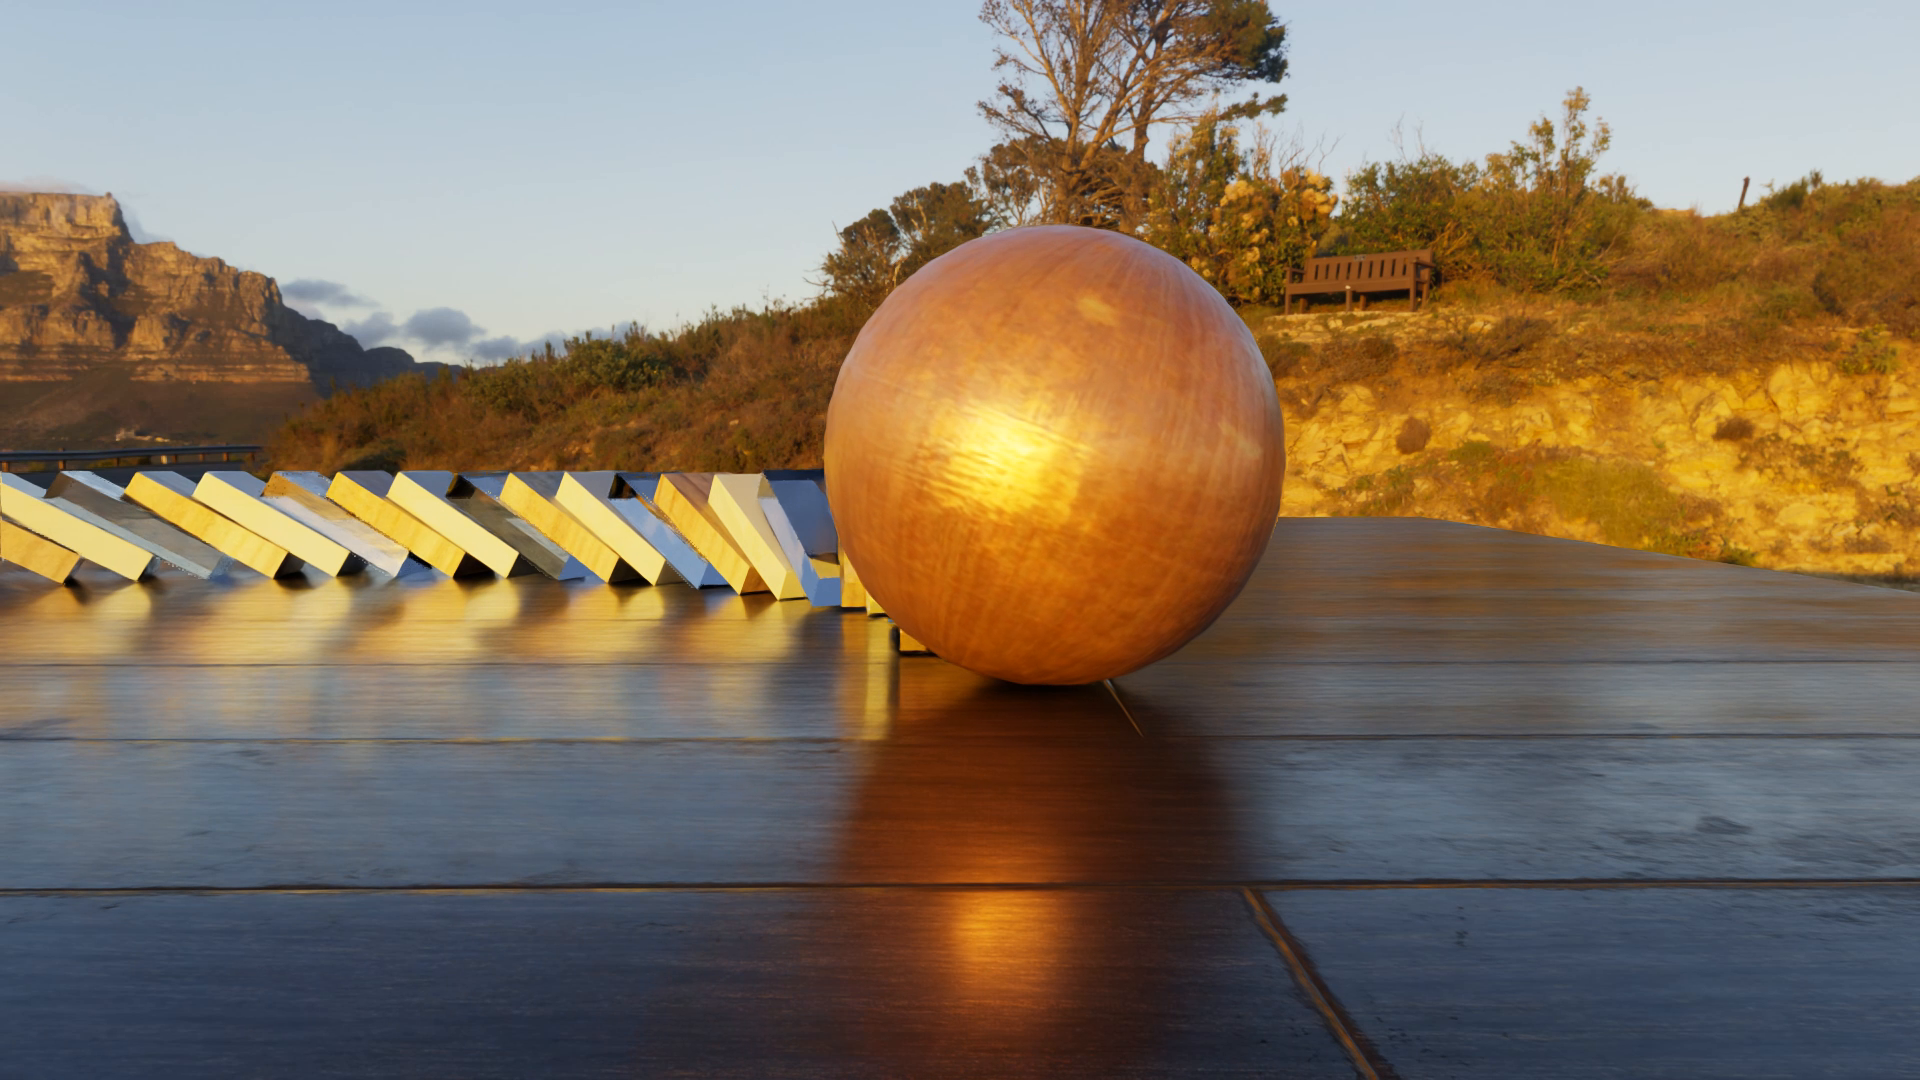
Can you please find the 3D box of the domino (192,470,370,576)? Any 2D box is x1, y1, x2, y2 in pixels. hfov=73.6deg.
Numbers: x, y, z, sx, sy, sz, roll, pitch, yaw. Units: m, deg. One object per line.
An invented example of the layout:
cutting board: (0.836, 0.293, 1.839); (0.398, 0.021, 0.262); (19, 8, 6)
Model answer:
domino: (-0.219, -0.006, 0.418); (0.050, 0.010, 0.025); (30, 1, -6)

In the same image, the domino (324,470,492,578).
domino: (-0.179, -0.006, 0.422); (0.050, 0.010, 0.025); (31, 8, 5)

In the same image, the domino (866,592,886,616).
domino: (-0.012, -0.005, 0.326); (0.025, 0.050, 0.010); (-1, -28, -11)

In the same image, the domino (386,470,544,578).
domino: (-0.159, -0.006, 0.421); (0.050, 0.010, 0.025); (32, 11, 10)

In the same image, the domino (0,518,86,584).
domino: (-0.292, -0.004, 0.386); (0.050, 0.010, 0.025); (32, -13, -26)

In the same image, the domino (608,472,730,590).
domino: (-0.083, -0.004, 0.395); (0.050, 0.009, 0.025); (39, 26, 30)

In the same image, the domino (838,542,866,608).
domino: (-0.020, -0.004, 0.342); (0.025, 0.010, 0.050); (2, 47, -11)

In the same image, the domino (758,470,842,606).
domino: (-0.036, -0.002, 0.356); (0.025, 0.010, 0.050); (-2, 38, -28)

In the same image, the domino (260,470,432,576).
domino: (-0.199, -0.006, 0.421); (0.050, 0.010, 0.025); (30, 4, 0)

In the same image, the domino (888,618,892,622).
domino: (-0.005, -0.005, 0.314); (0.025, 0.050, 0.009); (0, -29, -5)

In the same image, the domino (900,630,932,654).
domino: (-0.001, -0.001, 0.269); (0.025, 0.050, 0.009); (0, -29, -5)

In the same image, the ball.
ball: (0.016, -0.014, 0.226); (0.080, 0.080, 0.080); (0, 4, 0)

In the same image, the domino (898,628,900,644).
domino: (-0.001, -0.002, 0.281); (0.025, 0.050, 0.010); (0, -29, -5)

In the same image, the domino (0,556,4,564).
domino: (-0.308, -0.003, 0.374); (0.050, 0.010, 0.025); (34, -17, -30)

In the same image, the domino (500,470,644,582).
domino: (-0.120, -0.005, 0.412); (0.050, 0.010, 0.025); (34, 17, 19)

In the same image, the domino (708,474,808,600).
domino: (-0.051, -0.002, 0.370); (0.025, 0.010, 0.050); (-3, 36, -36)

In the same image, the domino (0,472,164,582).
domino: (-0.275, -0.004, 0.397); (0.050, 0.010, 0.025); (31, -8, -20)

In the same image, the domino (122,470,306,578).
domino: (-0.238, -0.005, 0.414); (0.050, 0.010, 0.025); (30, -1, -10)

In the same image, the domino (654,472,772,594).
domino: (-0.067, -0.003, 0.383); (0.025, 0.010, 0.050); (-4, 37, -46)

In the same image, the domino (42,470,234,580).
domino: (-0.257, -0.005, 0.406); (0.050, 0.010, 0.025); (31, -6, -17)

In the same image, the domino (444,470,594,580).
domino: (-0.139, -0.005, 0.417); (0.050, 0.010, 0.025); (33, 14, 15)

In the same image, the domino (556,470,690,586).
domino: (-0.101, -0.005, 0.404); (0.050, 0.010, 0.025); (37, 22, 25)
